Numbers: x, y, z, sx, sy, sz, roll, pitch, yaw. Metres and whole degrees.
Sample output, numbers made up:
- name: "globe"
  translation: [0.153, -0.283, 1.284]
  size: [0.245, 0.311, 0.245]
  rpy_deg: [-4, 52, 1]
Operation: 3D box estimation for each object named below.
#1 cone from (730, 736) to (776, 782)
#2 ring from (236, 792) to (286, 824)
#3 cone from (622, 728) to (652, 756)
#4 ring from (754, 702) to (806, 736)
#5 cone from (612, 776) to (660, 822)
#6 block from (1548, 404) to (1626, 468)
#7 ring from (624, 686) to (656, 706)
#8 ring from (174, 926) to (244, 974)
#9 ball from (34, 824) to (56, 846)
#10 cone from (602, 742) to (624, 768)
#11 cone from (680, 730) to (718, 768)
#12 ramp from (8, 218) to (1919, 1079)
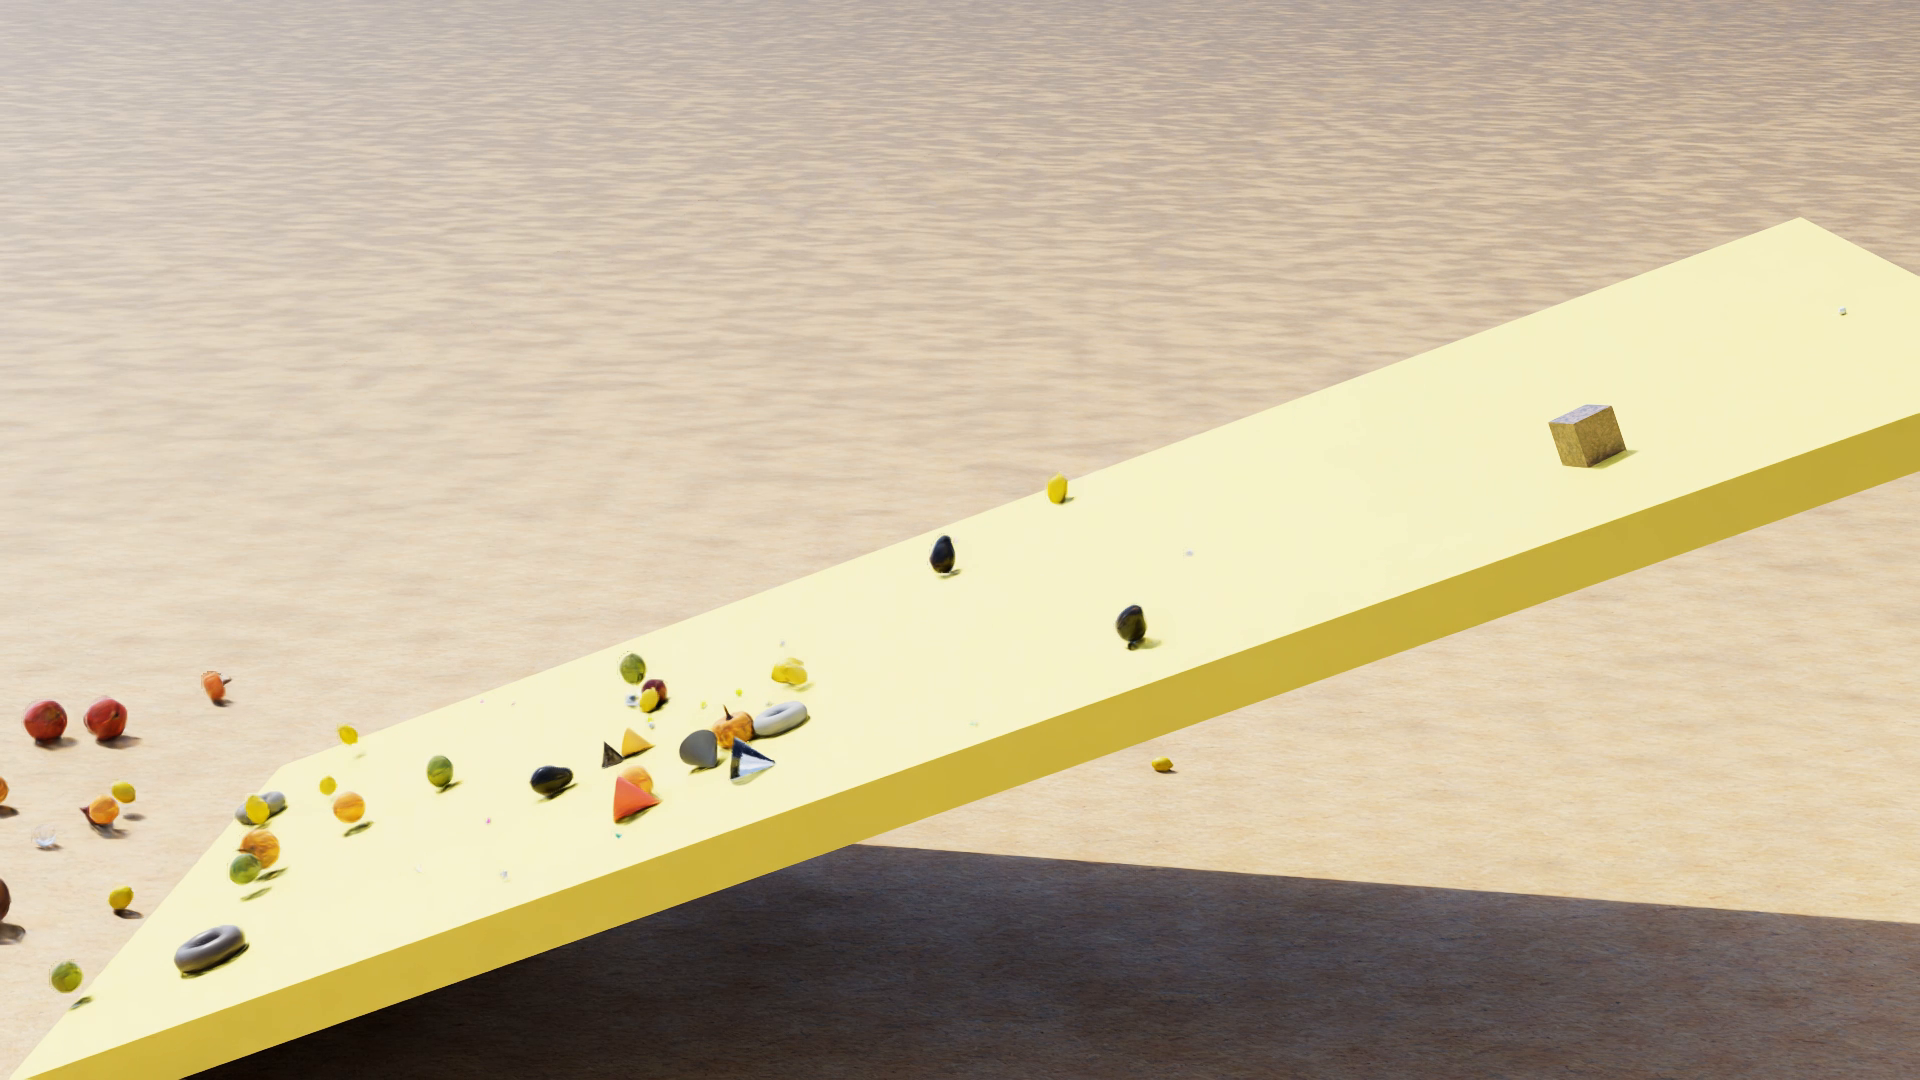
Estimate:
- name: "cone"
  translation: [-0.397, 0.429, 5.700]
  size: [0.088, 0.088, 0.088]
  rpy_deg: [6, 13, 0]
- name: "ring"
  translation: [-1.660, 0.637, 6.988]
  size: [0.126, 0.042, 0.126]
  rpy_deg: [-20, 13, 5]
- name: "cone"
  translation: [-0.675, 0.431, 6.212]
  size: [0.063, 0.063, 0.063]
  rpy_deg: [8, 14, 8]
- name: "ring"
  translation: [-0.364, 0.361, 5.956]
  size: [0.115, 0.038, 0.115]
  rpy_deg: [-19, 12, 4]
- name: "cone"
  translation: [-0.627, 0.508, 5.742]
  size: [0.091, 0.091, 0.091]
  rpy_deg: [6, 13, -3]
- name: "block"
  translation: [1.198, -0.199, 5.617]
  size: [0.091, 0.091, 0.091]
  rpy_deg: [-25, 12, -17]
- name: "ring"
  translation: [-0.723, 0.353, 6.660]
  size: [0.078, 0.026, 0.078]
  rpy_deg: [-20, 10, 4]
- name: "ring"
  translation: [-1.495, 0.815, 5.861]
  size: [0.148, 0.049, 0.148]
  rpy_deg: [-20, 13, 5]
- name: "ball"
  translation: [-2.231, 0.720, 7.169]
  size: [0.053, 0.053, 0.053]
  rpy_deg: [0, 13, 0]
- name: "cone"
  translation: [-0.740, 0.447, 6.195]
  size: [0.053, 0.053, 0.053]
  rpy_deg: [-20, 12, 4]
- name: "cone"
  translation: [-0.505, 0.435, 5.869]
  size: [0.083, 0.083, 0.083]
  rpy_deg: [-8, 32, -29]
- name: "ramp"
  translation: [0.118, 0.176, 6.295]
  size: [4.000, 0.100, 2.000]
  rpy_deg: [-20, 12, 7]
